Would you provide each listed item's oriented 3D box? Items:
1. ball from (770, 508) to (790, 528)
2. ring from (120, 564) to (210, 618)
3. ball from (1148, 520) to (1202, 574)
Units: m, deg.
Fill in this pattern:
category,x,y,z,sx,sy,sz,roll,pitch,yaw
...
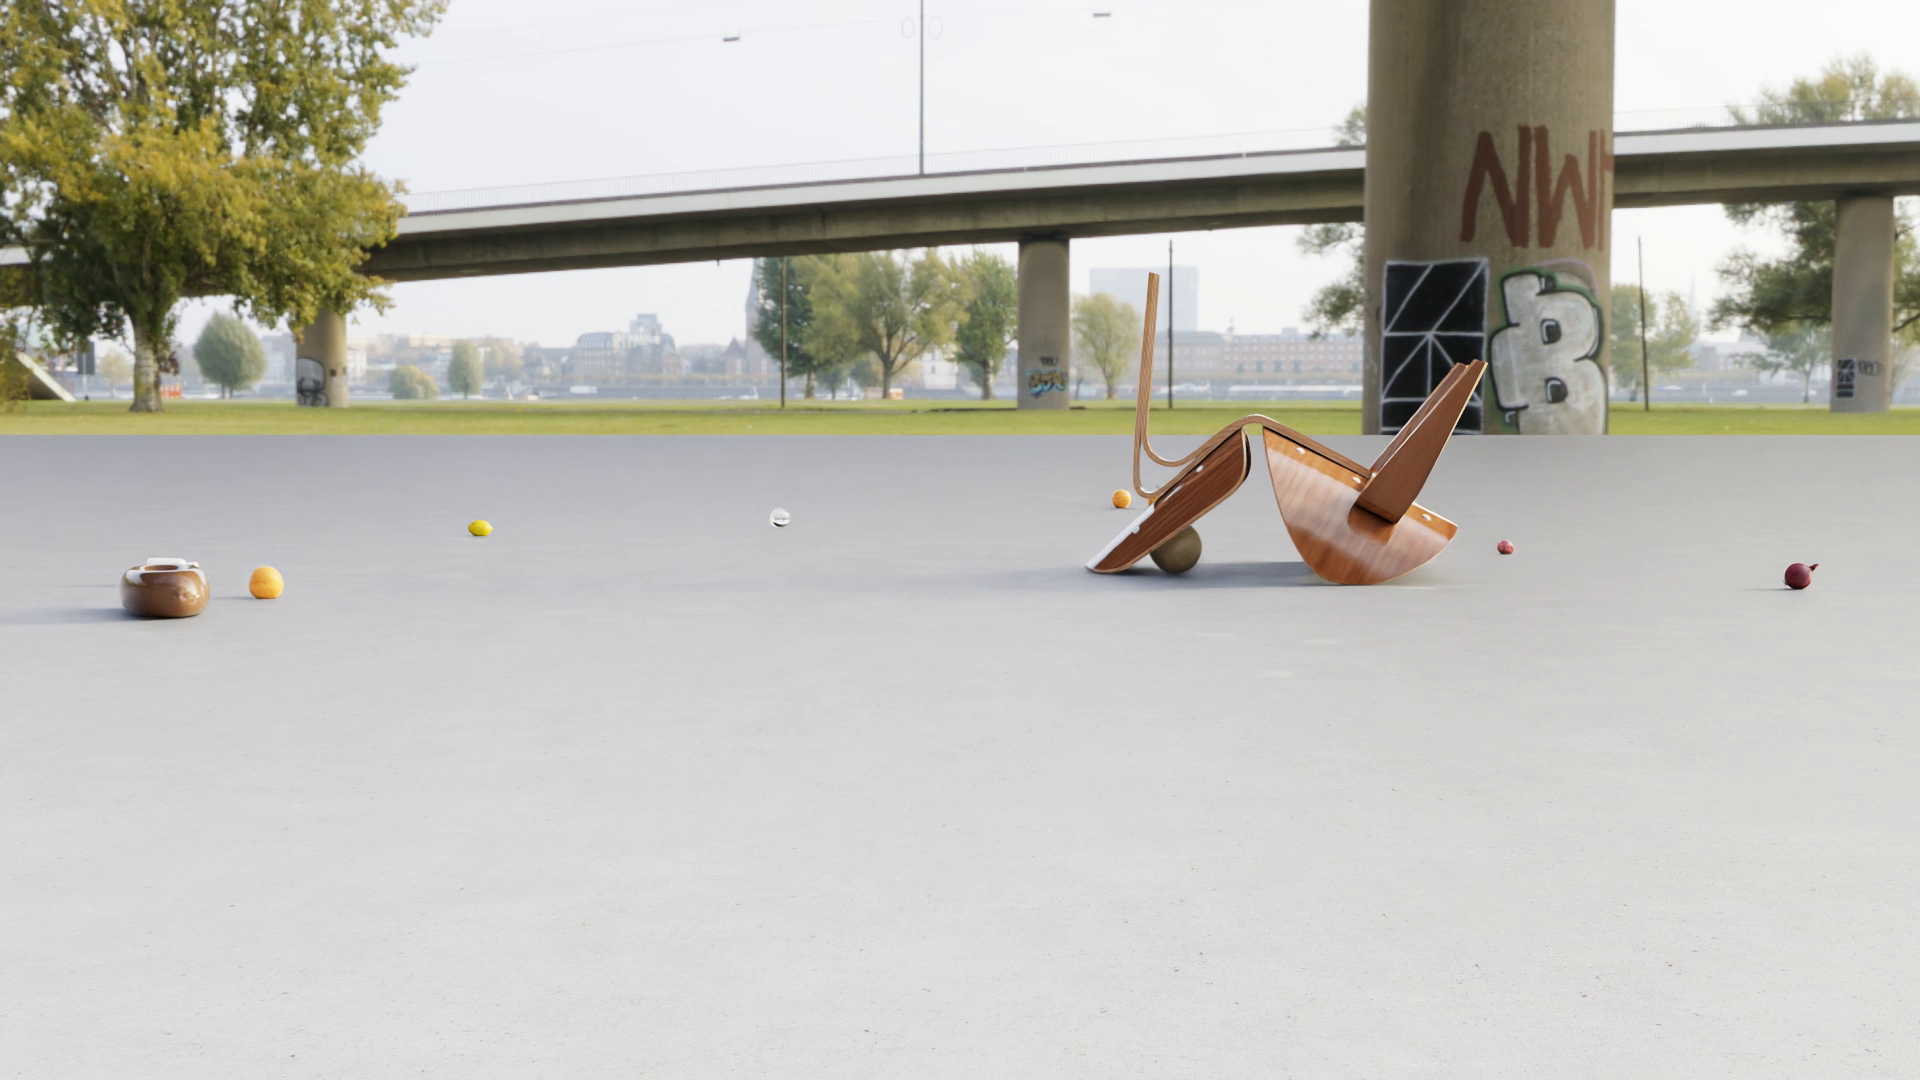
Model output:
category,x,y,z,sx,sy,sz,roll,pitch,yaw
ball,-0.581,-0.070,7.103,0.064,0.064,0.064,0,4,0
ring,-1.593,0.101,4.405,0.166,0.094,0.311,-4,5,-30
ball,0.523,0.016,5.353,0.131,0.131,0.131,0,4,0
